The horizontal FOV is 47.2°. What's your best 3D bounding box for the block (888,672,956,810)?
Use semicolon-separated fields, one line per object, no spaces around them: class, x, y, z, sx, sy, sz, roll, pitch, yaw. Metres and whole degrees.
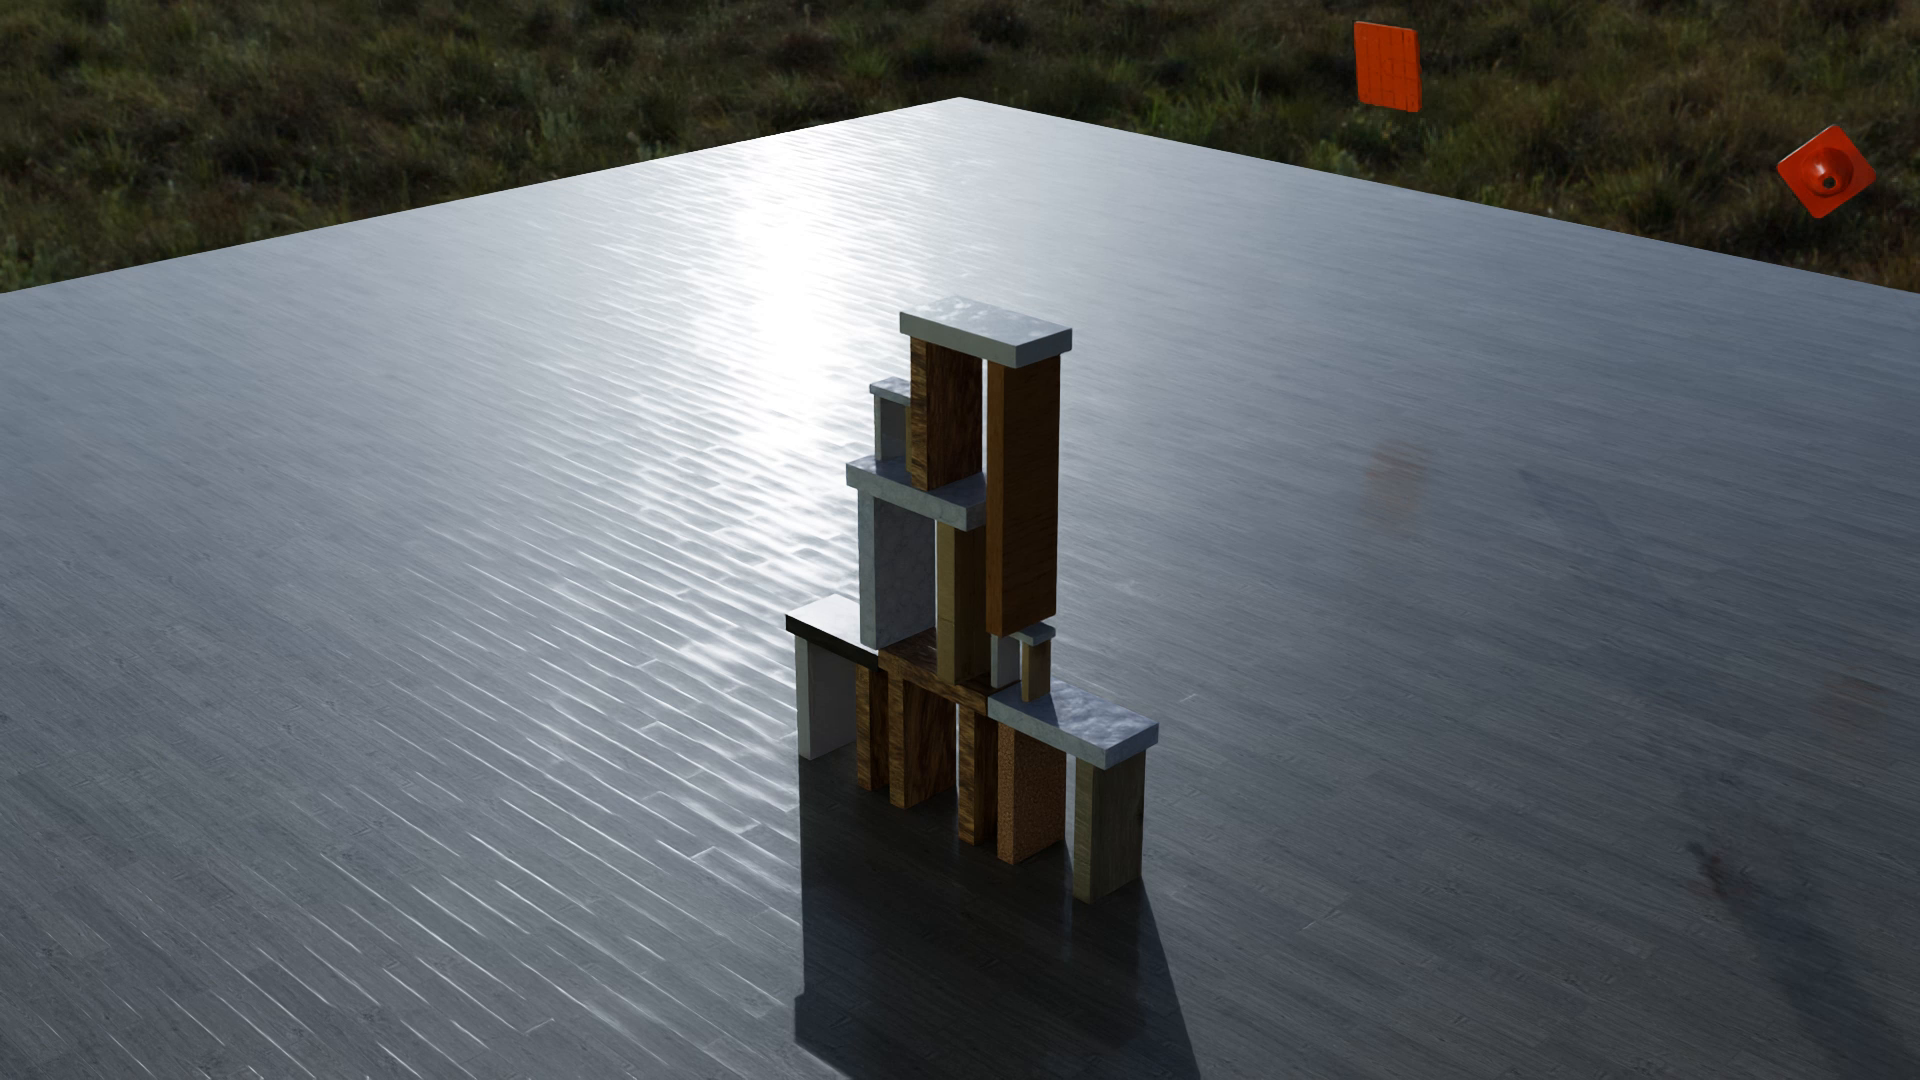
block;-0.075;0.385;4.472;0.042;0.299;0.149;21;31;41

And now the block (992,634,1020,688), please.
block;0.087;0.218;4.217;0.061;0.122;0.017;-21;31;-40

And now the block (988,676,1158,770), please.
block;0.211;0.338;4.144;0.299;0.042;0.149;21;31;41

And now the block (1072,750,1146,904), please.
block;0.282;0.523;4.146;0.042;0.299;0.149;21;31;41

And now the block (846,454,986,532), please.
block;-0.047;-0.105;4.228;0.331;0.047;0.166;21;31;41

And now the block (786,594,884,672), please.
block;-0.214;0.191;4.539;0.282;0.040;0.141;21;31;41

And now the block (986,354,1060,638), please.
block;0.116;-0.089;4.055;0.148;0.534;0.042;-21;31;-40

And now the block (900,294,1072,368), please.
block;0.045;-0.382;4.007;0.296;0.042;0.148;21;31;41

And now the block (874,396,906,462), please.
block;-0.137;-0.226;4.281;0.019;0.133;0.067;21;31;41

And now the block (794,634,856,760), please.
block;-0.281;0.313;4.663;0.040;0.282;0.141;21;31;41

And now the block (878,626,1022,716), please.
block;-0.005;0.255;4.341;0.299;0.042;0.149;21;31;41

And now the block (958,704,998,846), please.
block;0.065;0.440;4.342;0.042;0.299;0.149;21;31;41

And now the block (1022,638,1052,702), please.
block;0.145;0.241;4.164;0.017;0.122;0.061;21;31;41

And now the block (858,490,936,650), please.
block;-0.125;0.038;4.373;0.166;0.331;0.047;-21;31;-41

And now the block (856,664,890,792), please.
block;-0.148;0.365;4.541;0.040;0.282;0.141;21;31;41

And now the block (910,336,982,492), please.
block;-0.024;-0.253;4.137;0.148;0.296;0.042;-21;31;-41

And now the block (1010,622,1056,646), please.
block;0.116;0.165;4.163;0.061;0.017;0.122;-20;30;-39

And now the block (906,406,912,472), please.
block;-0.074;-0.201;4.223;0.019;0.133;0.067;21;31;41

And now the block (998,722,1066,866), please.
block;0.141;0.468;4.276;0.042;0.299;0.149;21;31;41

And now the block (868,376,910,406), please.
block;-0.105;-0.283;4.223;0.133;0.019;0.067;21;31;41

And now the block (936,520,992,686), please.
block;0.031;0.099;4.229;0.166;0.331;0.047;-21;31;-41
